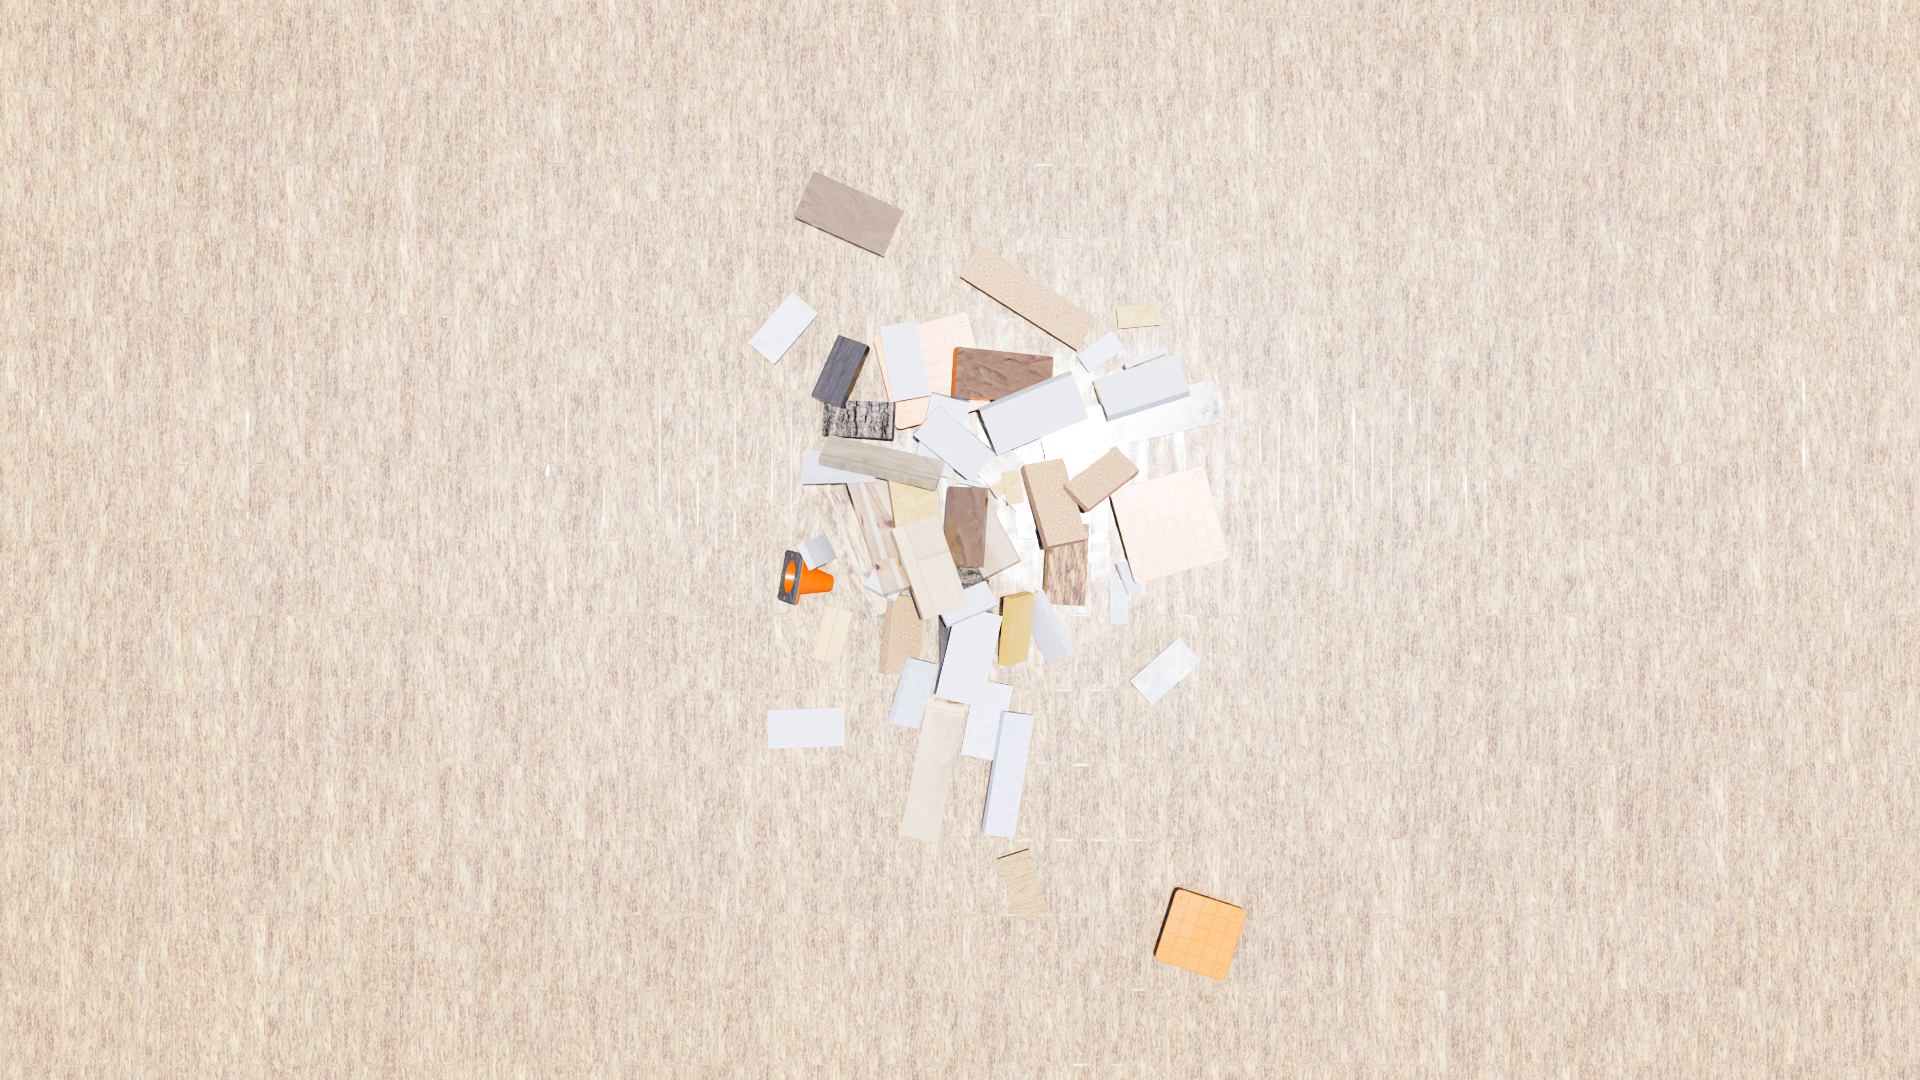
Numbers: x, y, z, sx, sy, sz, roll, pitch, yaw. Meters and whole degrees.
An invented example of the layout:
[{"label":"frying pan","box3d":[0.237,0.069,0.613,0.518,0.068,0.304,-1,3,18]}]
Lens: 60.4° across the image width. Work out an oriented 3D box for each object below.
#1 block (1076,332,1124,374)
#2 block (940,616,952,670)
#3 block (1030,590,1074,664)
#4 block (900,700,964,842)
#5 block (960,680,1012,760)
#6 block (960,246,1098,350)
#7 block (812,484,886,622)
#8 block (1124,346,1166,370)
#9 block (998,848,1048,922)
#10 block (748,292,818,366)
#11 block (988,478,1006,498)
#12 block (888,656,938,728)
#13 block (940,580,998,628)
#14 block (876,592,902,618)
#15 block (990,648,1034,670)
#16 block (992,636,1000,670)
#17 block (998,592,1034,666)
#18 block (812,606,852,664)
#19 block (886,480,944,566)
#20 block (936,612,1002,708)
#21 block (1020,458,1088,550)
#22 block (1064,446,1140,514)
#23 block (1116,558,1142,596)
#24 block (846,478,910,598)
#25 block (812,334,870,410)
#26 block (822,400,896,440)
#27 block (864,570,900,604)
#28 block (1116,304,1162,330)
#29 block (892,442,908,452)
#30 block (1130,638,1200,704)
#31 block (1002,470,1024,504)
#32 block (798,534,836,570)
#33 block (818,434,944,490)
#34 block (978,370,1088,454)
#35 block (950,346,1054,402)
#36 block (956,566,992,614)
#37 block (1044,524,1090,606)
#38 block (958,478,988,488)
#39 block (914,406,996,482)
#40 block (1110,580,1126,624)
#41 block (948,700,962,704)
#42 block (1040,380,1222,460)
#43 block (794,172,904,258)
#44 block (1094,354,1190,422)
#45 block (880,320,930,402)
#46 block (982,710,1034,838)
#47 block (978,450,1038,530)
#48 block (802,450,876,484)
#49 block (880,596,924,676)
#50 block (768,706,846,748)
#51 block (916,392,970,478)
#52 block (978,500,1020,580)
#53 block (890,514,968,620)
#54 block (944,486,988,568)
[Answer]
[{"label":"block","box3d":[0.468,-0.625,5.490,0.143,0.020,0.072,-36,90,0]},{"label":"block","box3d":[0.010,0.317,5.439,0.151,0.043,0.302,-3,76,2]},{"label":"block","box3d":[0.282,0.288,5.445,0.033,0.116,0.231,-27,90,-39]},{"label":"block","box3d":[-0.091,0.768,5.482,0.127,0.036,0.454,12,90,0]},{"label":"block","box3d":[0.089,0.597,5.482,0.127,0.036,0.254,11,90,0]},{"label":"block","box3d":[0.227,-0.805,5.482,0.461,0.035,0.124,32,90,0]},{"label":"block","box3d":[-0.355,0.042,5.450,0.111,0.031,0.444,-21,90,0]},{"label":"block","box3d":[0.613,-0.600,5.464,0.143,0.072,0.020,-22,88,0]},{"label":"block","box3d":[0.209,1.147,5.485,0.108,0.031,0.217,-18,90,0]},{"label":"block","box3d":[-0.586,-0.703,5.484,0.112,0.032,0.224,41,90,0]},{"label":"block","box3d":[0.149,-0.183,5.455,0.095,0.014,0.048,-35,90,0]},{"label":"block","box3d":[-0.155,0.505,5.453,0.111,0.031,0.222,17,90,-39]},{"label":"block","box3d":[0.020,0.208,5.334,0.180,0.026,0.090,-22,70,-14]},{"label":"block","box3d":[-0.236,0.063,5.483,0.120,0.034,0.393,9,90,0]},{"label":"block","box3d":[0.149,0.377,5.488,0.175,0.025,0.088,-14,90,0]},{"label":"block","box3d":[0.087,0.338,5.464,0.176,0.025,0.088,42,82,12]},{"label":"block","box3d":[0.184,0.291,5.394,0.033,0.116,0.231,16,108,38]},{"label":"block","box3d":[-0.424,0.316,5.487,0.090,0.026,0.180,15,90,0]},{"label":"block","box3d":[-0.141,-0.073,5.384,0.153,0.043,0.307,-5,71,-11]},{"label":"block","box3d":[0.030,0.378,5.360,0.151,0.043,0.302,13,89,1]},{"label":"block","box3d":[0.308,-0.121,5.424,0.143,0.040,0.285,-11,77,-20]},{"label":"block","box3d":[0.467,-0.199,5.430,0.231,0.033,0.116,-37,71,-19]},{"label":"block","box3d":[0.562,0.123,5.482,0.055,0.016,0.110,-20,90,-24]},{"label":"block","box3d":[-0.238,-0.024,5.401,0.153,0.043,0.403,-17,73,-12]},{"label":"block","box3d":[-0.395,-0.557,5.457,0.112,0.032,0.224,21,84,17]},{"label":"block","box3d":[-0.334,-0.399,5.454,0.240,0.034,0.120,4,90,14]},{"label":"block","box3d":[-0.211,0.086,5.408,0.111,0.031,0.222,27,69,4]},{"label":"block","box3d":[0.595,-0.745,5.490,0.143,0.020,0.072,-5,90,0]},{"label":"block","box3d":[-0.221,-0.273,5.493,0.048,0.014,0.095,35,90,0]},{"label":"block","box3d":[0.682,0.436,5.485,0.217,0.031,0.108,-42,90,0]},{"label":"block","box3d":[0.175,-0.175,5.440,0.055,0.016,0.110,-11,90,0]},{"label":"block","box3d":[-0.468,0.040,5.411,0.026,0.180,0.090,-26,90,21]},{"label":"block","box3d":[-0.256,-0.254,5.407,0.398,0.032,0.112,13,48,7]},{"label":"block","box3d":[0.241,-0.417,5.406,0.325,0.046,0.162,-22,114,0]},{"label":"block","box3d":[0.140,-0.536,5.427,0.331,0.046,0.162,4,87,-17]},{"label":"block","box3d":[0.016,0.116,5.442,0.151,0.043,0.302,-7,76,0]},{"label":"block","box3d":[0.352,0.078,5.462,0.136,0.039,0.273,3,90,-16]},{"label":"block","box3d":[0.042,-0.188,5.476,0.095,0.048,0.014,12,94,0]},{"label":"block","box3d":[-0.018,-0.316,5.413,0.248,0.035,0.124,39,102,-12]},{"label":"block","box3d":[0.526,0.206,5.492,0.055,0.016,0.144,-1,90,0]},{"label":"block","box3d":[0.009,0.453,5.456,0.088,0.025,0.175,0,70,3]},{"label":"block","box3d":[0.562,-0.395,5.480,0.597,0.040,0.143,-13,90,0]},{"label":"block","box3d":[-0.368,-1.082,5.477,0.325,0.046,0.162,24,90,0]},{"label":"block","box3d":[0.600,-0.503,5.448,0.285,0.040,0.143,-17,67,-2]},{"label":"block","box3d":[-0.180,-0.586,5.420,0.124,0.035,0.247,-10,92,2]},{"label":"block","box3d":[0.158,0.775,5.463,0.108,0.031,0.410,9,91,-22]},{"label":"block","box3d":[0.206,-0.173,5.481,0.273,0.039,0.136,43,90,0]},{"label":"block","box3d":[-0.398,-0.243,5.444,0.240,0.034,0.120,-1,47,1]},{"label":"block","box3d":[-0.190,0.314,5.444,0.131,0.037,0.261,6,90,-39]},{"label":"block","box3d":[-0.509,0.623,5.482,0.254,0.036,0.127,-2,90,0]},{"label":"block","box3d":[-0.062,-0.347,5.441,0.130,0.037,0.261,13,106,-5]},{"label":"block","box3d":[0.077,-0.019,5.432,0.136,0.039,0.273,-27,77,-5]},{"label":"block","box3d":[-0.098,0.089,5.292,0.153,0.043,0.307,-19,86,-13]},{"label":"block","box3d":[0.019,-0.043,5.394,0.131,0.037,0.261,2,84,16]}]
